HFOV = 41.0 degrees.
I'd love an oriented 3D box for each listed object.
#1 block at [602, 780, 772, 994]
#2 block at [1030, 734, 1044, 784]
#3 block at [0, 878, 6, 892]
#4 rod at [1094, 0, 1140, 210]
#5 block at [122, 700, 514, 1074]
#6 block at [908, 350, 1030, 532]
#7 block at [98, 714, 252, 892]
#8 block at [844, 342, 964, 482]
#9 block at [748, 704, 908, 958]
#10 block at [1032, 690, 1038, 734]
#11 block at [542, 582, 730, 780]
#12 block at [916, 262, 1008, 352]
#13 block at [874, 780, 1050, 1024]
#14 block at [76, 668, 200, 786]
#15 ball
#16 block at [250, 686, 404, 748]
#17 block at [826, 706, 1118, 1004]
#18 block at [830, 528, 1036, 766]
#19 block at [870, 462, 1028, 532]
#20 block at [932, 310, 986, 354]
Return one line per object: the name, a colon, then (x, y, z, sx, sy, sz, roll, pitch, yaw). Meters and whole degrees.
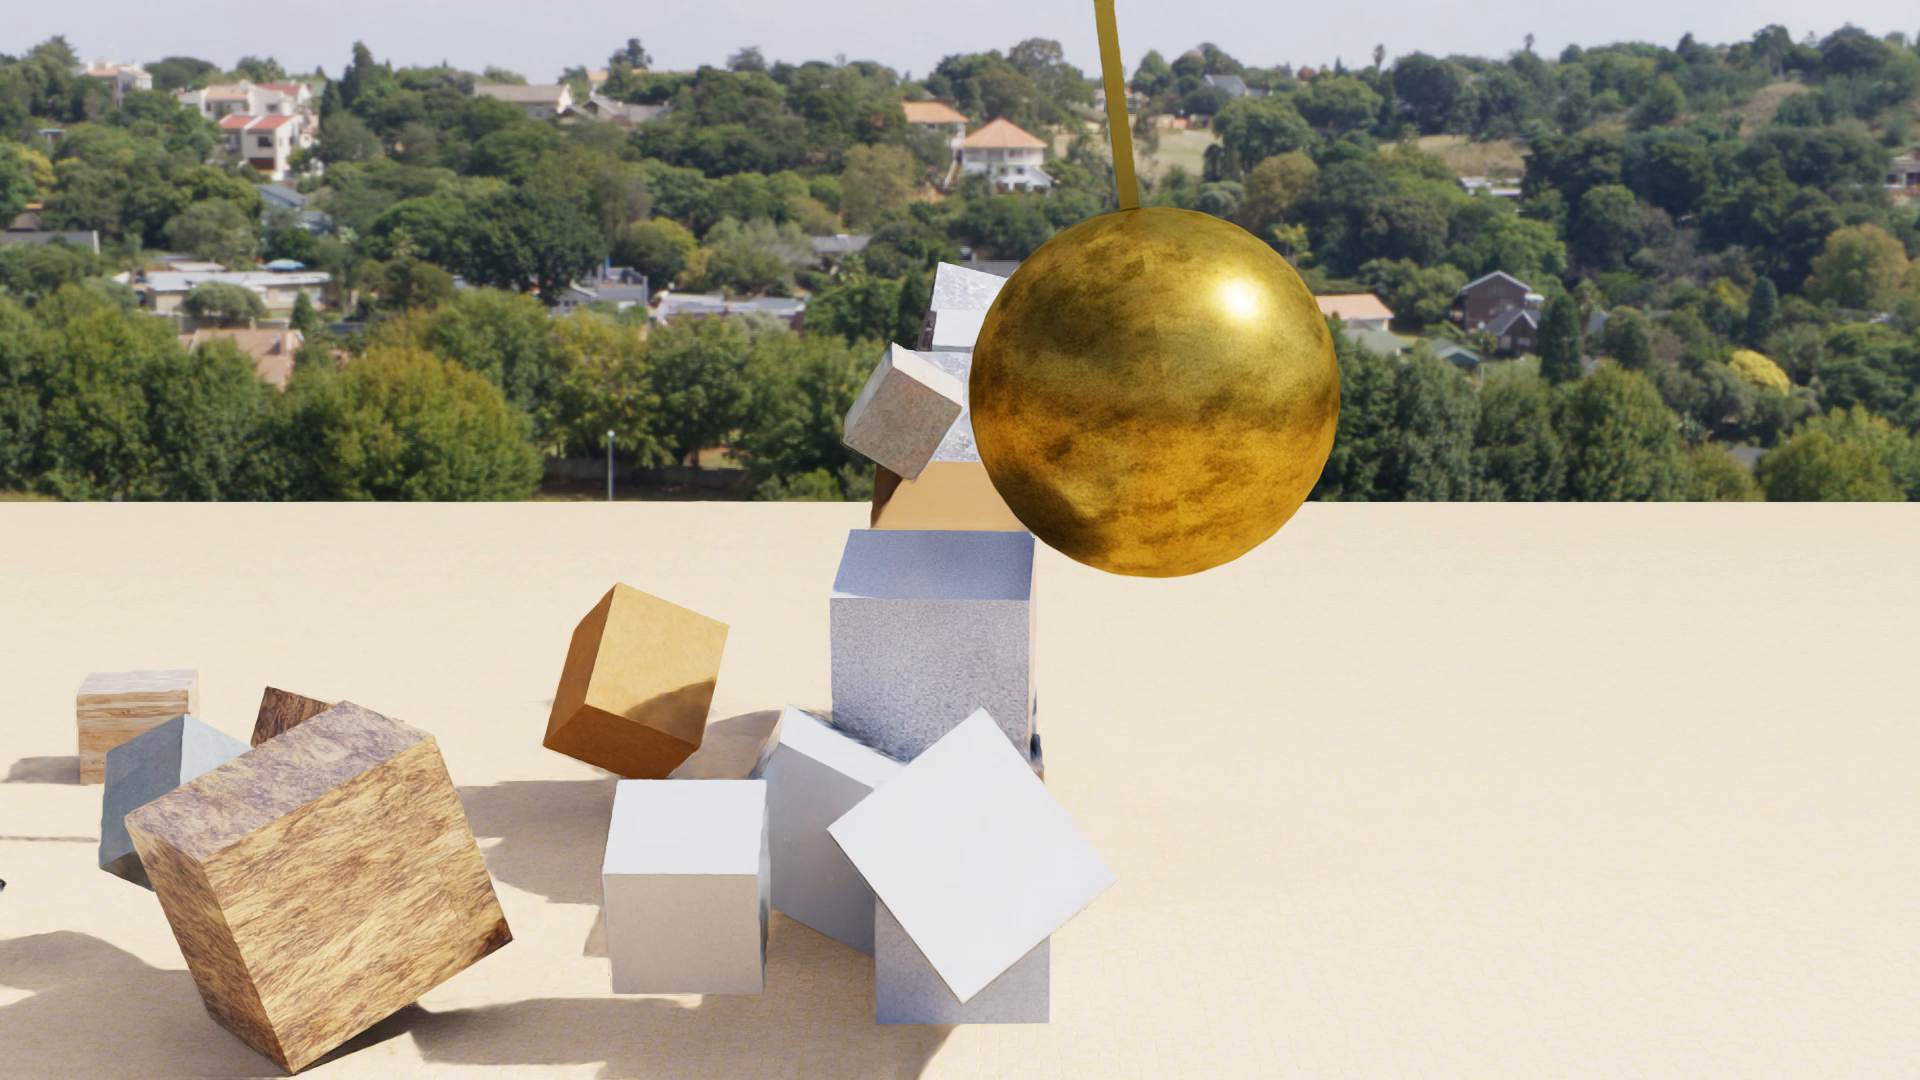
block: (-0.987, 1.266, 9.379, 0.544, 0.582, 0.513, 0, 34, 0)
block: (-0.005, 1.220, 11.163, 0.720, 0.605, 0.627, 0, 10, 0)
block: (-4.212, 1.373, 10.143, 0.502, 0.489, 0.463, 5, 49, 25)
rod: (0.362, -3.946, 10.463, 0.080, 5.200, 0.080, -8, 10, 1)
block: (-2.361, 1.251, 9.463, 0.940, 0.878, 0.753, -30, 24, -31)
block: (0.045, -0.399, 13.024, 0.705, 0.745, 0.800, 3, 52, 3)
block: (-3.065, 1.061, 10.113, 0.428, 0.517, 0.425, -25, -38, 22)
block: (-0.270, -0.608, 12.198, 0.391, 0.445, 0.381, 30, 18, -12)
block: (-0.513, 1.186, 10.491, 0.781, 0.624, 0.632, 27, 9, -6)
block: (0.000, 1.062, 11.789, 0.705, 0.692, 0.640, 0, 10, 2)
block: (-1.545, 0.695, 12.237, 0.587, 0.655, 0.592, 23, -33, -19)
block: (0.068, -1.112, 13.832, 0.527, 0.464, 0.544, 13, 34, -4)
block: (0.004, 1.380, 9.864, 0.651, 0.756, 0.669, 0, 10, -1)
block: (-4.173, 0.945, 13.067, 0.539, 0.463, 0.493, -2, 11, -11)
ball: (0.835, -0.633, 11.065, 1.600, 1.600, 1.600, 0, 10, 0)
block: (-3.078, 1.006, 12.385, 0.502, 0.451, 0.463, 9, -8, 41)
block: (0.029, 1.119, 9.112, 0.680, 0.754, 0.635, -38, -5, -7)
block: (-0.100, 0.463, 11.155, 0.829, 0.764, 0.905, 1, 19, 3)
block: (-0.052, 0.178, 12.453, 0.712, 0.760, 0.822, 1, 52, 5)
block: (0.071, -0.917, 13.407, 0.404, 0.430, 0.375, 3, 34, 3)
